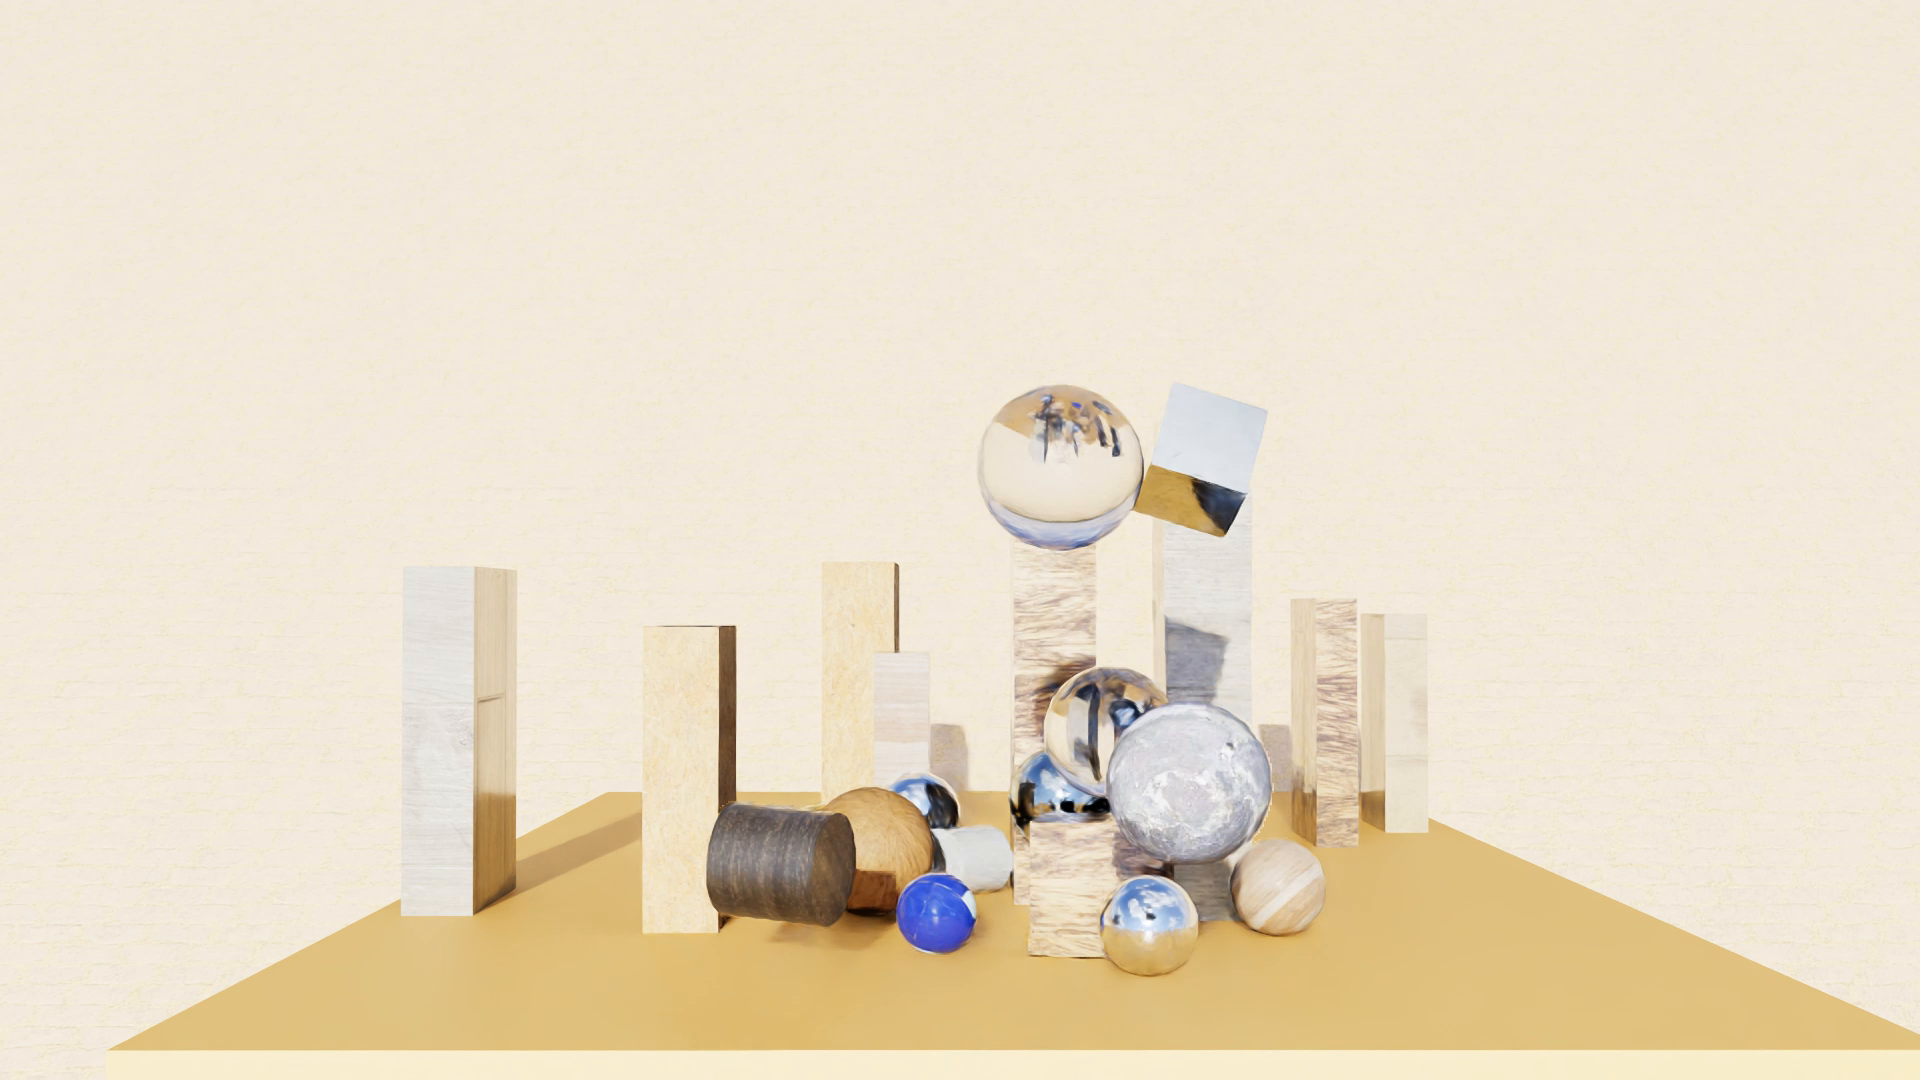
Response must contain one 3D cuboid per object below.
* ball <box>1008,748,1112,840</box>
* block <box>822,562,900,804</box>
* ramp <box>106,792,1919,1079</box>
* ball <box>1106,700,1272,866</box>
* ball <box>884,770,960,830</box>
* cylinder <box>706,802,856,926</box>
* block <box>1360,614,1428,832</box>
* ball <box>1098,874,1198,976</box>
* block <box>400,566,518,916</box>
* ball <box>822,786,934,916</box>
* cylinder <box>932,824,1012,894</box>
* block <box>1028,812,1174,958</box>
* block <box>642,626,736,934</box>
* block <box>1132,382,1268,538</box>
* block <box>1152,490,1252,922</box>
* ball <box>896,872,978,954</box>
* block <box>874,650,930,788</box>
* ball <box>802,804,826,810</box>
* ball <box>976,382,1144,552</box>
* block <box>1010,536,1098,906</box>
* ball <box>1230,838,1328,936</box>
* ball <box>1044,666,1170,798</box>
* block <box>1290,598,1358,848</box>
[{"bbox_3d":[0.161,0.408,4.100,0.169,0.169,0.169,0,34,0],"label":"ball"},{"bbox_3d":[-0.192,0.330,5.097,0.136,0.567,0.441,0,-2,0],"label":"block"},{"bbox_3d":[0.076,0.656,4.805,2.000,0.100,4.000,0,-2,0],"label":"ramp"},{"bbox_3d":[0.256,0.272,2.904,0.185,0.185,0.185,0,34,0],"label":"ball"},{"bbox_3d":[-0.073,0.467,4.417,0.147,0.147,0.147,0,34,0],"label":"ball"},{"bbox_3d":[-0.227,0.412,3.303,0.144,0.144,0.144,3,33,20],"label":"cylinder"},{"bbox_3d":[0.955,0.396,5.721,0.091,0.468,0.331,0,-2,0],"label":"block"},{"bbox_3d":[0.245,0.502,3.383,0.131,0.131,0.131,0,34,0],"label":"ball"},{"bbox_3d":[-0.816,0.319,4.251,0.112,0.545,0.396,0,-2,0],"label":"block"},{"bbox_3d":[-0.140,0.485,4.049,0.200,0.200,0.200,0,34,0],"label":"ball"},{"bbox_3d":[0.007,0.536,4.341,0.114,0.114,0.114,2,25,-45],"label":"cylinder"},{"bbox_3d":[0.201,0.482,3.639,0.182,0.182,0.182,1,-1,10],"label":"block"},{"bbox_3d":[-0.412,0.358,3.983,0.111,0.452,0.314,0,-2,0],"label":"block"},{"bbox_3d":[0.260,-0.086,2.824,0.107,0.107,0.107,17,62,0],"label":"block"},{"bbox_3d":[0.381,0.256,4.100,0.133,0.661,0.245,0,-2,0],"label":"block"},{"bbox_3d":[-0.032,0.517,3.592,0.113,0.113,0.113,0,34,0],"label":"ball"},{"bbox_3d":[-0.102,0.401,4.648,0.095,0.401,0.312,0,-2,0],"label":"block"},{"bbox_3d":[-0.236,0.522,4.419,0.146,0.146,0.146,0,34,0],"label":"ball"},{"bbox_3d":[0.105,-0.077,2.731,0.177,0.177,0.177,0,34,0],"label":"ball"},{"bbox_3d":[0.154,0.262,4.352,0.134,0.664,0.326,0,-2,0],"label":"block"},{"bbox_3d":[0.466,0.508,3.800,0.141,0.141,0.141,0,34,0],"label":"ball"},{"bbox_3d":[0.201,0.257,3.483,0.178,0.178,0.178,0,34,0],"label":"ball"},{"bbox_3d":[0.757,0.372,5.410,0.083,0.500,0.398,0,-2,0],"label":"block"}]
